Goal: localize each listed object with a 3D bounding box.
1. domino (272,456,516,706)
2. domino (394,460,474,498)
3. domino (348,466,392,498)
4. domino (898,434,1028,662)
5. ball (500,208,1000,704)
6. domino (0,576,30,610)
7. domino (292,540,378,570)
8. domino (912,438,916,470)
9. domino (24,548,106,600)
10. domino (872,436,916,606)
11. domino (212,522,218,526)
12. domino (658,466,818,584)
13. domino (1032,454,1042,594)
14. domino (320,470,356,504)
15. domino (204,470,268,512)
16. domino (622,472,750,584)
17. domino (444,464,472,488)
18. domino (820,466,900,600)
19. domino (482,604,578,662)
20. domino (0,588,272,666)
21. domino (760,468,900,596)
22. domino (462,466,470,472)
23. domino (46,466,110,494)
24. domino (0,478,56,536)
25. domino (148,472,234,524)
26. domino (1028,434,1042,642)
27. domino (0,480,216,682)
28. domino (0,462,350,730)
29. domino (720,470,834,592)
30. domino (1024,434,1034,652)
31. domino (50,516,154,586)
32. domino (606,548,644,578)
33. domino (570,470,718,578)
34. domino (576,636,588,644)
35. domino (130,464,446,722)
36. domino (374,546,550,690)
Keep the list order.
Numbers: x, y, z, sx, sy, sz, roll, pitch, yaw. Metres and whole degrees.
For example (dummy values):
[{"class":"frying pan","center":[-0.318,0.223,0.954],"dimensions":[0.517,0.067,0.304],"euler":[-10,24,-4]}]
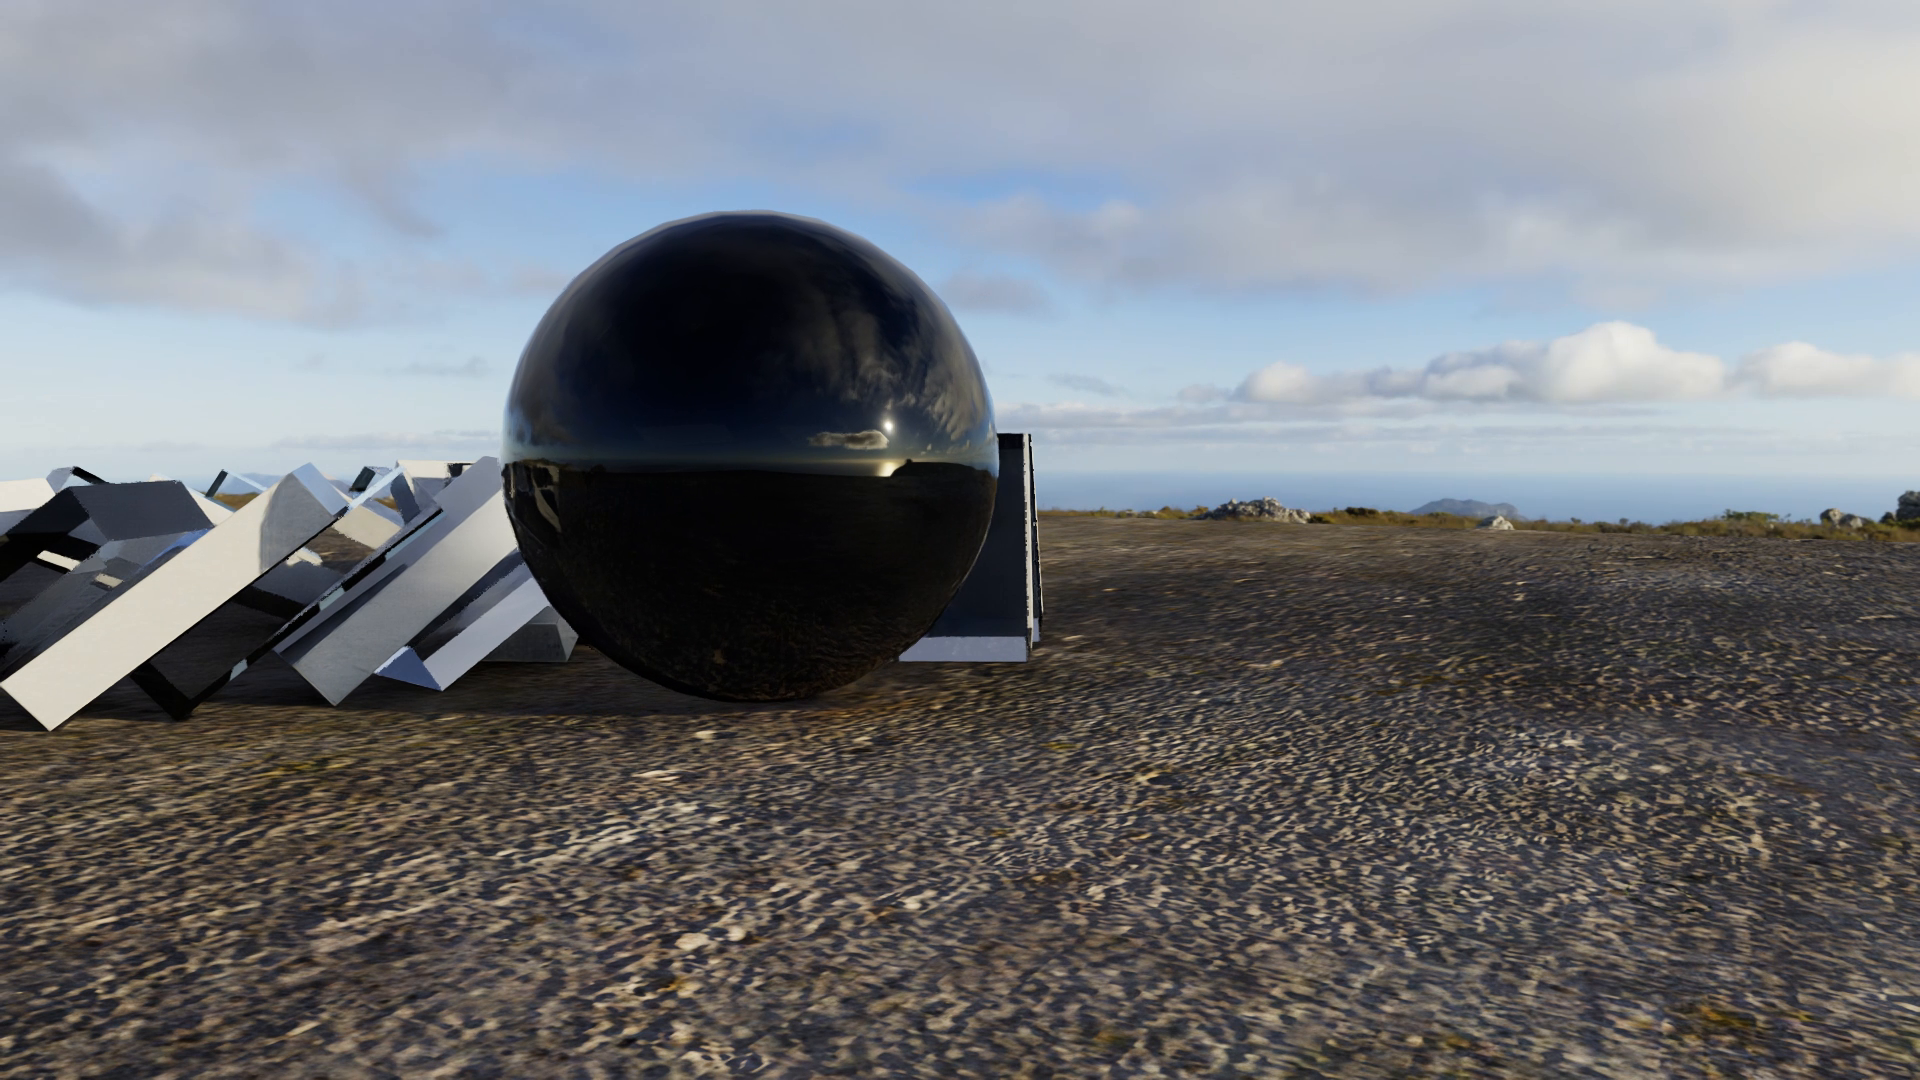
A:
[{"class":"domino","center":[-0.096,0.005,0.226],"dimensions":[0.050,0.009,0.025],"euler":[-47,32,-24]},{"class":"domino","center":[-0.126,-0.001,0.331],"dimensions":[0.025,0.009,0.050],"euler":[-1,41,-42]},{"class":"domino","center":[-0.167,-0.006,0.412],"dimensions":[0.050,0.009,0.025],"euler":[32,-2,-8]},{"class":"domino","center":[0.001,0.001,0.262],"dimensions":[0.025,0.050,0.009],"euler":[0,-35,1]},{"class":"ball","center":[-0.033,-0.013,0.211],"dimensions":[0.080,0.080,0.080],"euler":[0,4,0]},{"class":"domino","center":[-0.261,0.003,0.313],"dimensions":[0.025,0.009,0.050],"euler":[2,-24,25]},{"class":"domino","center":[-0.159,0.008,0.332],"dimensions":[0.050,0.009,0.025],"euler":[2,-18,23]},{"class":"domino","center":[0.001,-0.005,0.337],"dimensions":[0.025,0.050,0.009],"euler":[0,-36,-5]},{"class":"domino","center":[-0.254,0.001,0.332],"dimensions":[0.025,0.009,0.050],"euler":[1,-24,29]},{"class":"domino","center":[-0.007,-0.006,0.350],"dimensions":[0.025,0.050,0.010],"euler":[-1,-35,-18]},{"class":"domino","center":[-0.173,0.004,0.296],"dimensions":[0.025,0.010,0.050],"euler":[-9,-28,42]},{"class":"domino","center":[-0.069,-0.005,0.402],"dimensions":[0.050,0.010,0.025],"euler":[39,23,27]},{"class":"domino","center":[0.005,-0.002,0.299],"dimensions":[0.025,0.050,0.010],"euler":[0,-35,-1]},{"class":"domino","center":[-0.184,-0.005,0.407],"dimensions":[0.050,0.009,0.025],"euler":[31,-3,-13]},{"class":"domino","center":[-0.205,-0.005,0.398],"dimensions":[0.050,0.009,0.025],"euler":[32,-10,-20]},{"class":"domino","center":[-0.084,-0.005,0.411],"dimensions":[0.050,0.010,0.025],"euler":[36,21,25]},{"class":"domino","center":[-0.111,0.000,0.320],"dimensions":[0.025,0.009,0.050],"euler":[-2,41,-32]},{"class":"domino","center":[-0.020,-0.003,0.366],"dimensions":[0.025,0.010,0.050],"euler":[-2,39,-28]},{"class":"domino","center":[-0.088,0.005,0.269],"dimensions":[0.025,0.010,0.050],"euler":[0,36,4]},{"class":"domino","center":[-0.179,0.017,0.274],"dimensions":[0.025,0.009,0.050],"euler":[3,5,36]},{"class":"domino","center":[-0.036,-0.003,0.379],"dimensions":[0.025,0.009,0.050],"euler":[-4,38,-41]},{"class":"domino","center":[-0.102,0.001,0.306],"dimensions":[0.025,0.009,0.050],"euler":[-3,41,-31]},{"class":"domino","center":[-0.234,-0.003,0.368],"dimensions":[0.025,0.010,0.050],"euler":[0,-30,43]},{"class":"domino","center":[-0.161,0.009,0.192],"dimensions":[0.050,0.009,0.025],"euler":[-34,-2,17]},{"class":"domino","center":[-0.220,-0.003,0.387],"dimensions":[0.050,0.010,0.025],"euler":[33,-12,-27]},{"class":"domino","center":[0.004,-0.001,0.287],"dimensions":[0.025,0.050,0.010],"euler":[0,-35,-2]},{"class":"domino","center":[-0.143,0.010,0.195],"dimensions":[0.050,0.009,0.025],"euler":[-35,3,4]},{"class":"domino","center":[-0.123,0.007,0.205],"dimensions":[0.050,0.010,0.025],"euler":[-40,19,-12]},{"class":"domino","center":[-0.049,-0.004,0.391],"dimensions":[0.025,0.009,0.050],"euler":[-4,37,-43]},{"class":"domino","center":[0.002,0.000,0.274],"dimensions":[0.025,0.050,0.010],"euler":[0,-35,1]},{"class":"domino","center":[-0.244,0.000,0.353],"dimensions":[0.025,0.010,0.050],"euler":[3,-22,38]},{"class":"domino","center":[-0.127,-0.006,0.418],"dimensions":[0.050,0.009,0.025],"euler":[32,8,7]},{"class":"domino","center":[-0.106,-0.006,0.417],"dimensions":[0.050,0.009,0.025],"euler":[33,13,16]},{"class":"domino","center":[-0.085,0.003,0.289],"dimensions":[0.025,0.010,0.050],"euler":[3,36,0]},{"class":"domino","center":[-0.110,0.007,0.213],"dimensions":[0.050,0.010,0.025],"euler":[-42,20,-16]},{"class":"domino","center":[-0.087,0.007,0.242],"dimensions":[0.025,0.010,0.050],"euler":[4,38,41]}]
